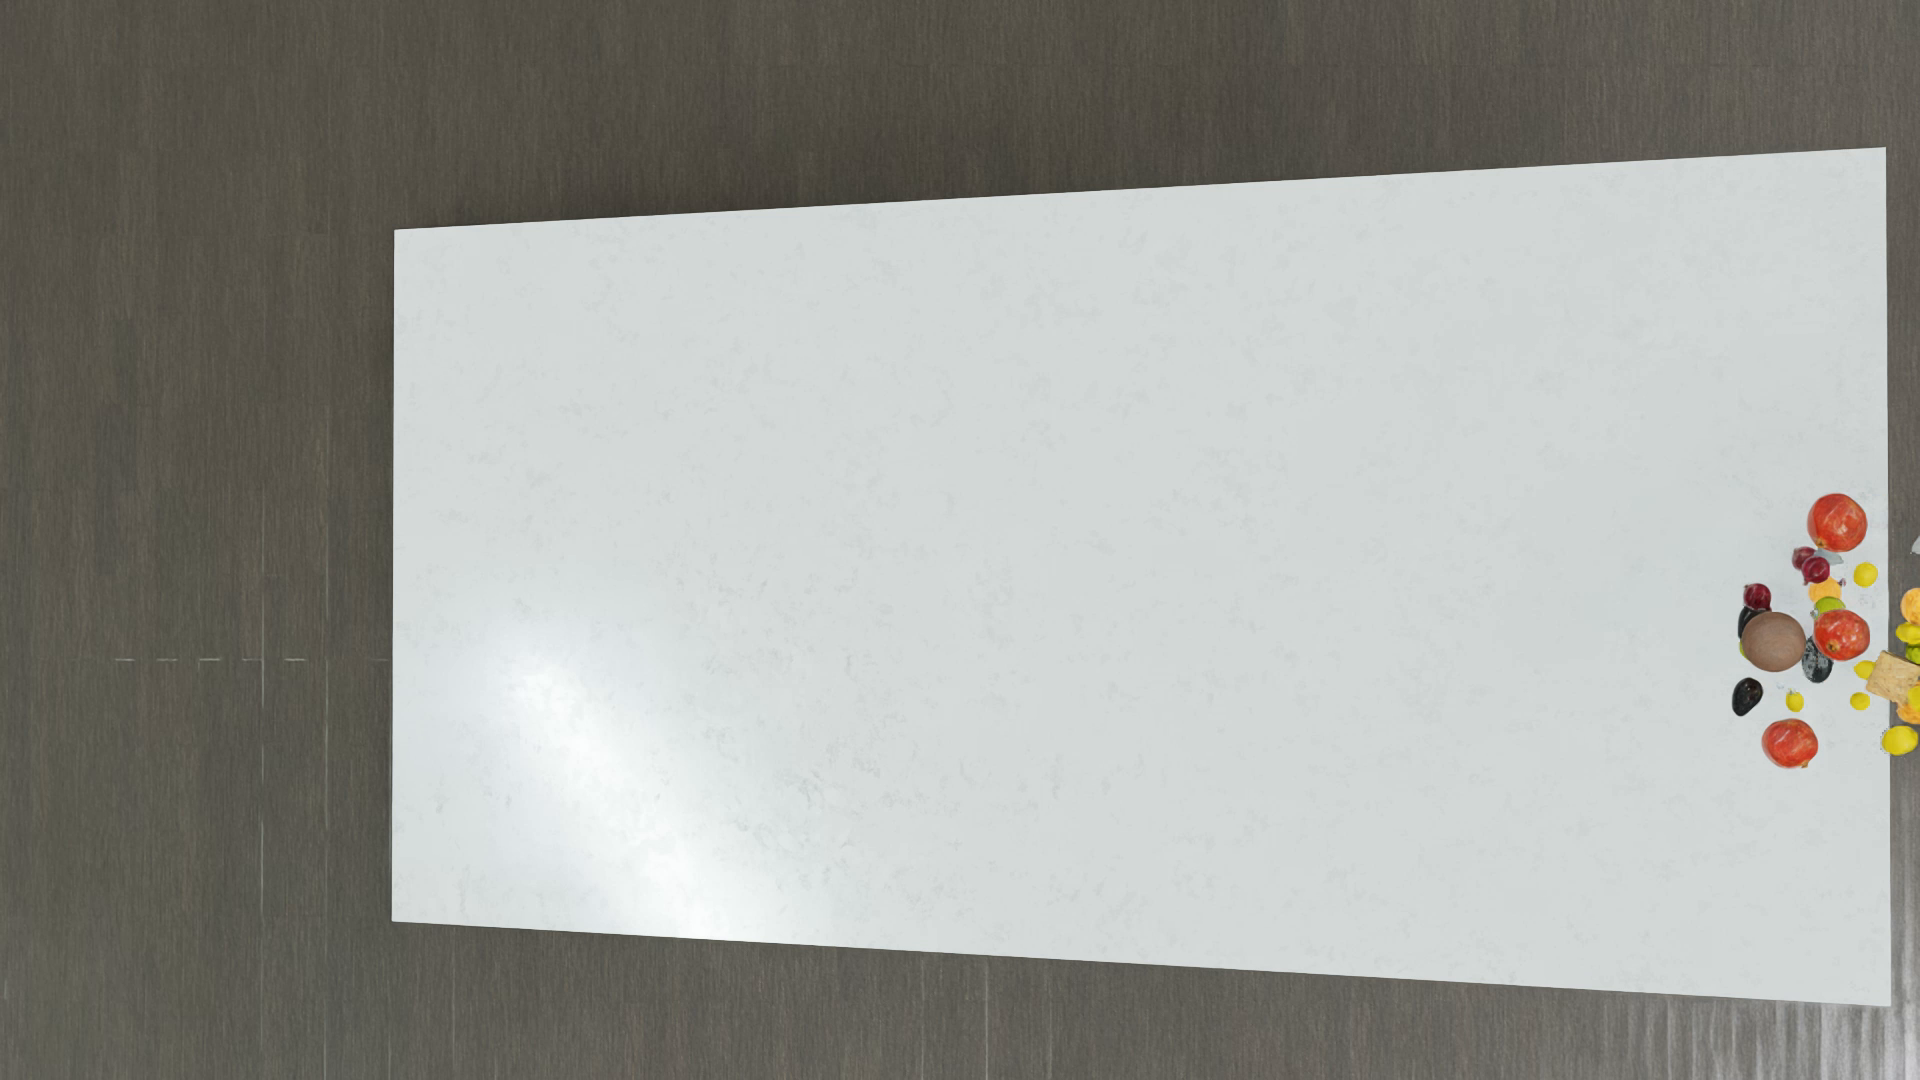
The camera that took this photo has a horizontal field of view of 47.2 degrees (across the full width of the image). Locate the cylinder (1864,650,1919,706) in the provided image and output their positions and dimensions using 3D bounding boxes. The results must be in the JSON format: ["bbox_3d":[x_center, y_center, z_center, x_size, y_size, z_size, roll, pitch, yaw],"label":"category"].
[{"bbox_3d":[1.771,0.261,4.171,0.079,0.079,0.079,20,100,0],"label":"cylinder"}]

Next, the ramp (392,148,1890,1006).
[{"bbox_3d":[0.276,0.092,5.790,4.000,0.100,2.000,0,89,18],"label":"ramp"}]

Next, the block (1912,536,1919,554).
[{"bbox_3d":[1.828,-0.008,4.040,0.100,0.100,0.100,30,88,16],"label":"block"}]

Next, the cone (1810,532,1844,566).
[{"bbox_3d":[1.875,0.013,4.751,0.067,0.067,0.067,-2,105,0],"label":"cone"}]
